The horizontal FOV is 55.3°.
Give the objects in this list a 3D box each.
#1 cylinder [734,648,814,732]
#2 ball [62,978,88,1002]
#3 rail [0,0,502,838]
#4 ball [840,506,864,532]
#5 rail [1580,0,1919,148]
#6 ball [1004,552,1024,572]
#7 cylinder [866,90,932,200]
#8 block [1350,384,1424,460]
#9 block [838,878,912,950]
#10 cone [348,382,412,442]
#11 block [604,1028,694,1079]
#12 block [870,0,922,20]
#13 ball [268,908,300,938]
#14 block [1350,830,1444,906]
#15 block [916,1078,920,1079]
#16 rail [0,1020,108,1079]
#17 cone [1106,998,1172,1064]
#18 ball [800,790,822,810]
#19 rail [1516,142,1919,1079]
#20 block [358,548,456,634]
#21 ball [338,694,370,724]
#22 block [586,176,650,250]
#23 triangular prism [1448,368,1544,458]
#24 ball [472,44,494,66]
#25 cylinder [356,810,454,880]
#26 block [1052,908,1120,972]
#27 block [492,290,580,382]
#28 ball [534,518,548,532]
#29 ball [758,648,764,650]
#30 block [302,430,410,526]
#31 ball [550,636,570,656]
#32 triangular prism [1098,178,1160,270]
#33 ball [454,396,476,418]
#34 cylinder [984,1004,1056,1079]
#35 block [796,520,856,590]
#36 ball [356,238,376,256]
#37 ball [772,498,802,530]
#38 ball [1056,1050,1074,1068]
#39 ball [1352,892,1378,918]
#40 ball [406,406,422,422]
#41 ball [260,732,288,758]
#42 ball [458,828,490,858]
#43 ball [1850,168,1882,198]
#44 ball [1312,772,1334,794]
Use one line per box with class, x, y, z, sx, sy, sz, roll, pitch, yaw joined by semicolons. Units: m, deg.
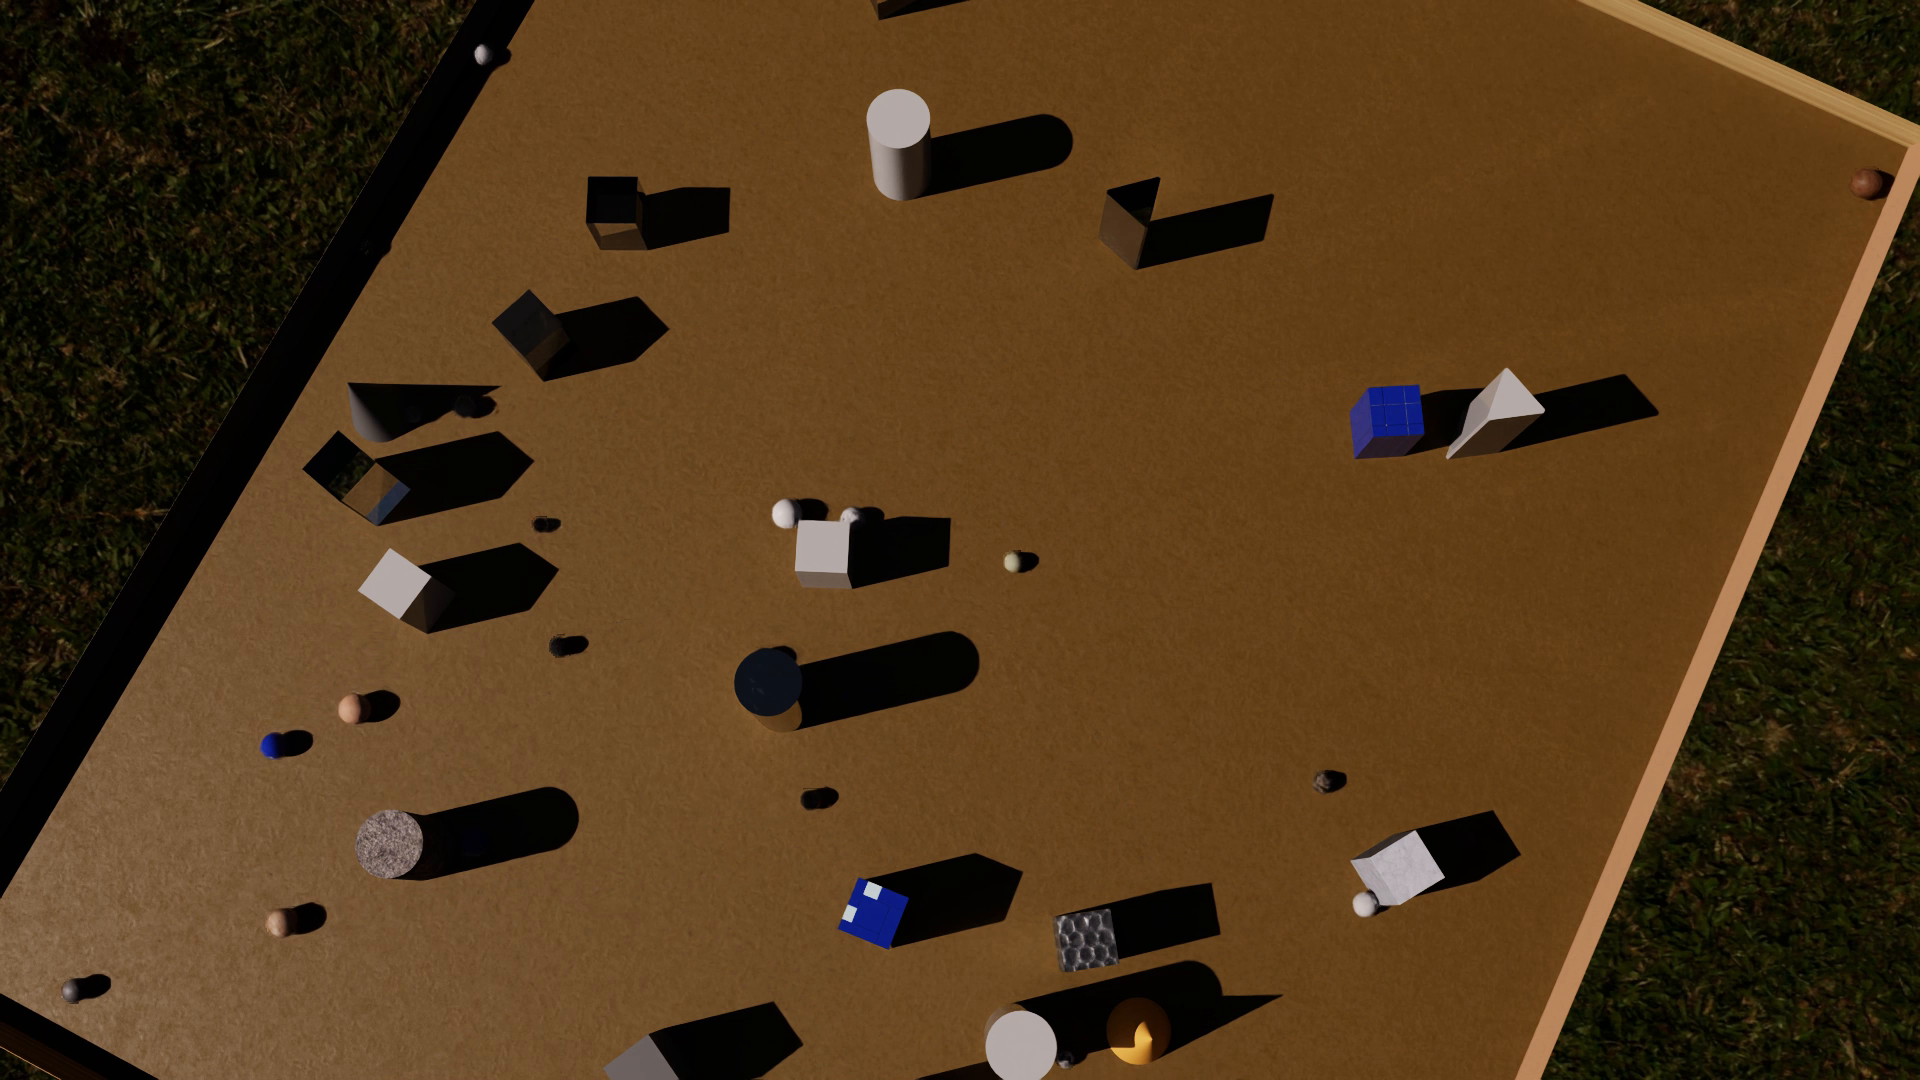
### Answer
cylinder;-0.531;0.440;5.297;0.190;0.447;0.190;0;78;0
ball;-2.564;1.304;5.313;0.067;0.067;0.067;0;78;0
rail;-1.916;-0.931;5.745;0.045;0.123;5.069;26;80;5
ball;-0.328;-0.063;5.591;0.076;0.076;0.076;0;78;0
rail;1.123;-2.193;6.006;4.331;0.123;0.045;26;80;5
ball;0.164;0.068;5.571;0.061;0.061;0.061;0;78;0
cylinder;-0.183;-1.215;5.660;0.190;0.407;0.190;0;78;0
block;1.292;-0.355;5.554;0.152;0.266;0.152;-3;78;-1
block;-0.241;1.069;5.244;0.152;0.297;0.152;21;79;4
cone;-1.797;-0.428;5.535;0.190;0.333;0.190;0;78;0
block;-0.874;1.493;5.162;0.152;0.285;0.152;-36;81;-7
block;-0.222;-1.816;5.854;0.152;0.271;0.152;-21;79;-4
ball;-1.972;1.115;5.341;0.087;0.087;0.087;0;78;0
block;1.258;0.947;5.282;0.152;0.271;0.152;-30;80;-6
block;-0.164;1.625;5.164;0.152;0.229;0.152;-19;79;-4
rail;-1.123;2.206;5.096;4.331;0.123;0.045;26;80;5
cone;0.519;1.386;5.133;0.190;0.384;0.190;0;78;0
ball;-0.441;0.770;5.425;0.063;0.063;0.063;0;78;0
rail;1.916;0.944;5.357;0.045;0.123;5.069;26;80;5
block;-1.637;0.154;5.442;0.152;0.278;0.152;33;80;6
ball;-1.806;0.504;5.465;0.094;0.094;0.094;0;78;0
block;-1.064;-1.016;5.709;0.152;0.230;0.152;0;78;0
triangular prism;1.576;-0.379;5.462;0.164;0.456;0.142;-8;78;-2
ball;-1.539;-1.563;5.905;0.067;0.067;0.067;0;78;0
cylinder;-1.591;0.880;5.267;0.190;0.328;0.190;0;78;0
block;0.355;1.141;5.231;0.152;0.292;0.152;-9;78;-2
block;-1.298;-0.624;5.617;0.152;0.253;0.152;-43;82;-8
ball;-1.282;-0.046;5.604;0.044;0.044;0.044;0;78;0
ball;-0.590;0.360;5.504;0.074;0.074;0.074;0;78;0
block;-1.800;-0.181;5.480;0.152;0.341;0.152;39;81;7
ball;-1.202;0.321;5.520;0.059;0.059;0.059;0;78;0
triangular prism;0.546;-0.995;5.637;0.164;0.364;0.142;44;82;8
ball;-1.532;-0.412;5.667;0.068;0.068;0.068;0;78;0
cylinder;0.163;1.395;5.095;0.190;0.457;0.190;0;78;0
block;-0.401;0.045;5.472;0.152;0.265;0.152;2;78;0
ball;-1.875;-0.924;5.778;0.058;0.058;0.058;0;78;0
ball;-0.527;-0.079;5.585;0.093;0.093;0.093;0;78;0
ball;0.304;1.496;5.282;0.050;0.050;0.050;0;78;0
ball;1.185;1.065;5.358;0.074;0.074;0.074;0;78;0
ball;-1.686;-0.388;5.659;0.052;0.052;0.052;0;78;0
ball;-2.038;0.612;5.450;0.079;0.079;0.079;0;78;0
ball;-1.429;0.889;5.387;0.089;0.089;0.089;0;78;0
ball;2.868;-1.129;5.802;0.095;0.095;0.095;0;78;0
ball;1.077;0.722;5.436;0.061;0.061;0.061;0;78;0
